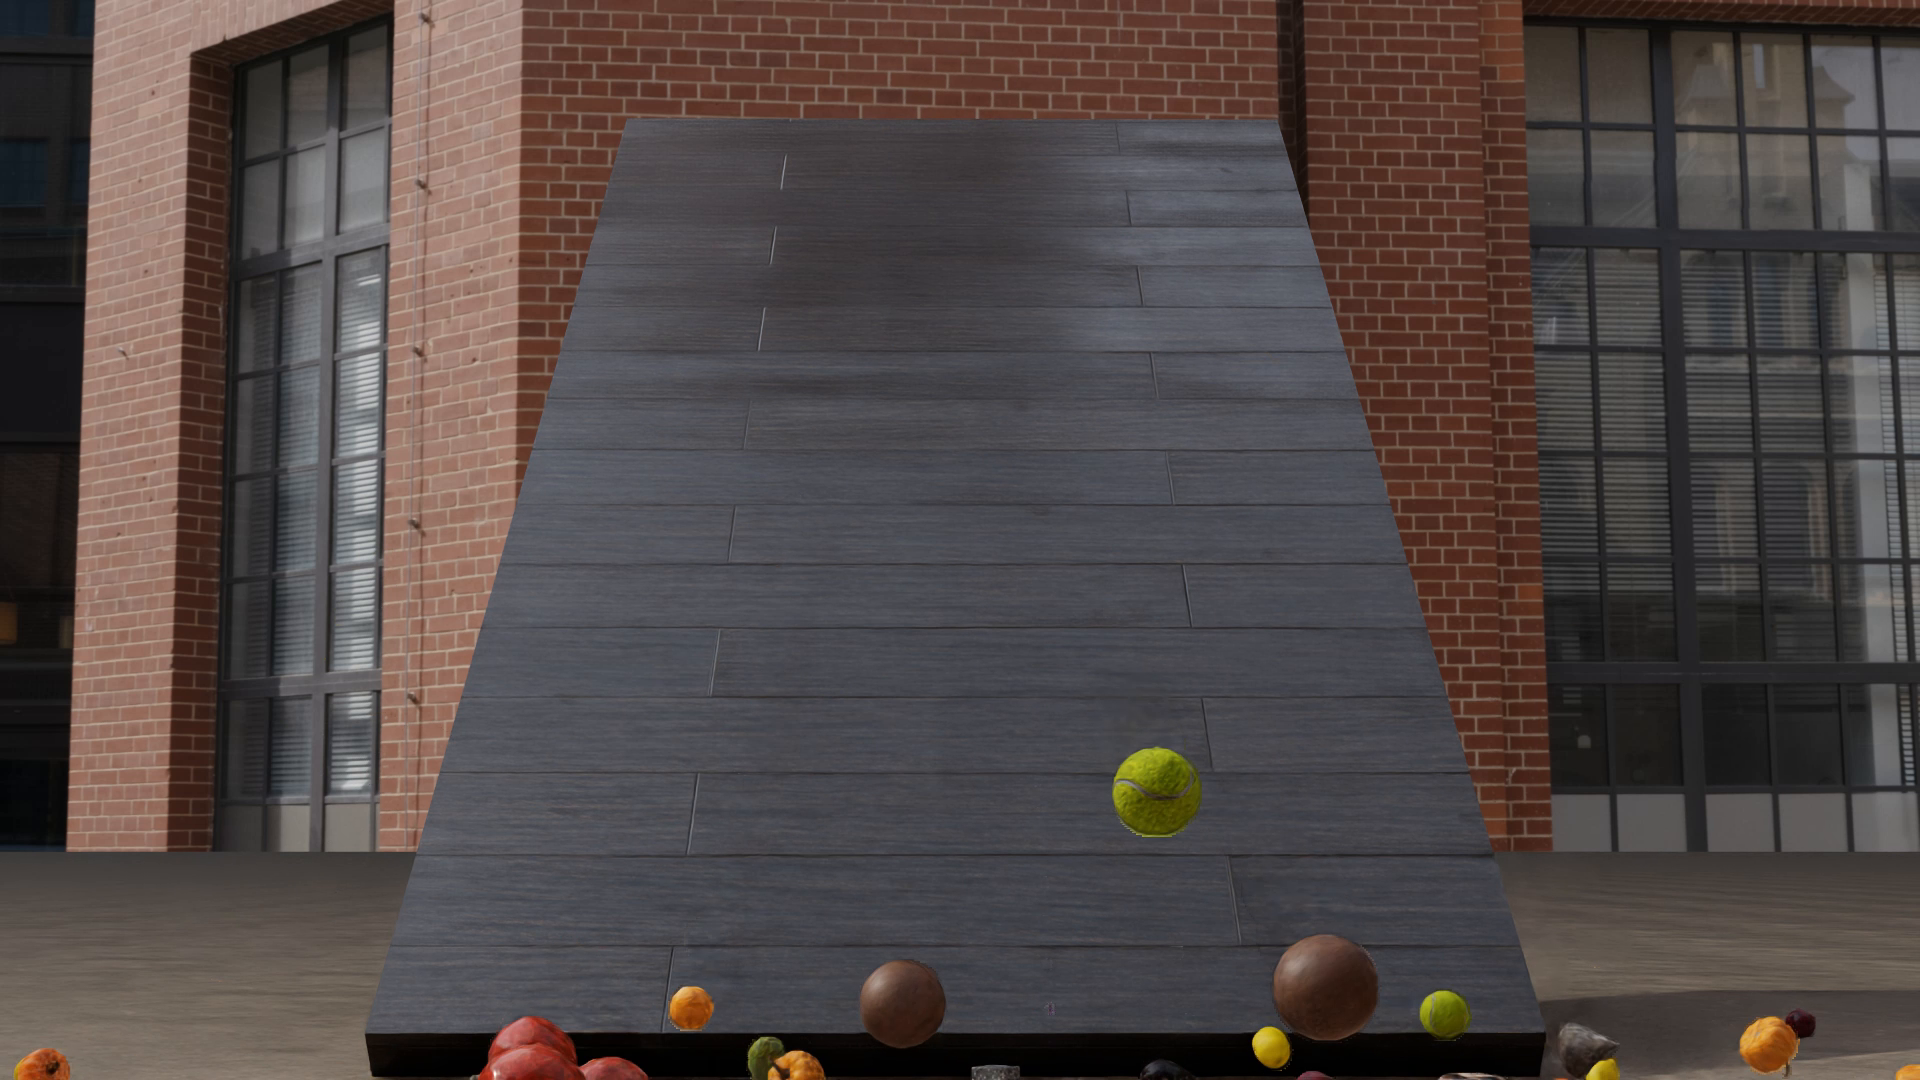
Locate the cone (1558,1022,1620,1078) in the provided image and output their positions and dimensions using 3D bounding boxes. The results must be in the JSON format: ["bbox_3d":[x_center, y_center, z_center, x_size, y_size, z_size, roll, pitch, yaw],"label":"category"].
[{"bbox_3d":[1.054,0.838,4.045,0.092,0.092,0.092,6,-19,-38],"label":"cone"}]

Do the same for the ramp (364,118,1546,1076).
[{"bbox_3d":[-0.015,-0.188,5.862,2.000,0.100,4.000,0,32,0],"label":"ramp"}]

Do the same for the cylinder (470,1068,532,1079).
[{"bbox_3d":[-0.640,0.781,3.424,0.076,0.076,0.076,-2,-5,-25],"label":"cylinder"}]

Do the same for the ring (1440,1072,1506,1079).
[{"bbox_3d":[0.803,0.855,3.828,0.111,0.037,0.111,1,-7,0],"label":"ring"}]

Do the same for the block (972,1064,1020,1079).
[{"bbox_3d":[0.055,0.839,3.772,0.054,0.054,0.054,-5,-9,36],"label":"block"}]
